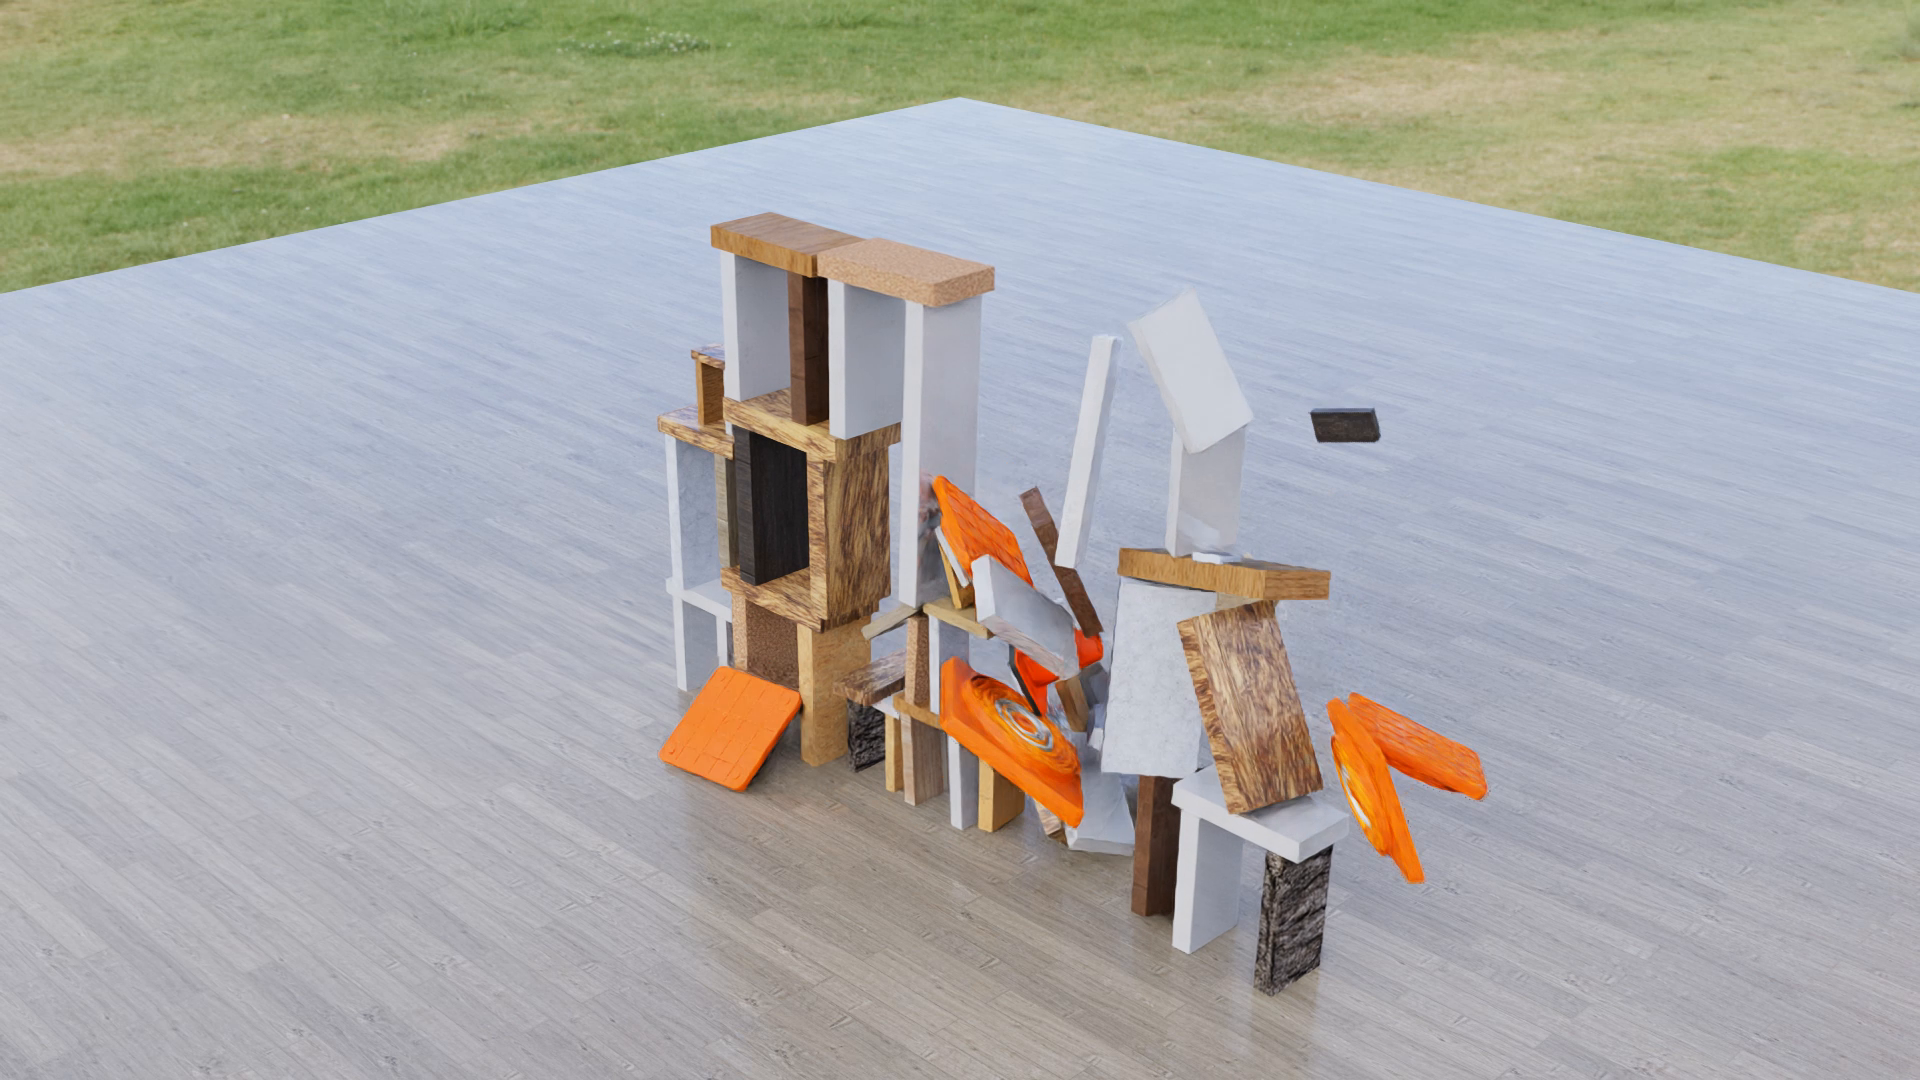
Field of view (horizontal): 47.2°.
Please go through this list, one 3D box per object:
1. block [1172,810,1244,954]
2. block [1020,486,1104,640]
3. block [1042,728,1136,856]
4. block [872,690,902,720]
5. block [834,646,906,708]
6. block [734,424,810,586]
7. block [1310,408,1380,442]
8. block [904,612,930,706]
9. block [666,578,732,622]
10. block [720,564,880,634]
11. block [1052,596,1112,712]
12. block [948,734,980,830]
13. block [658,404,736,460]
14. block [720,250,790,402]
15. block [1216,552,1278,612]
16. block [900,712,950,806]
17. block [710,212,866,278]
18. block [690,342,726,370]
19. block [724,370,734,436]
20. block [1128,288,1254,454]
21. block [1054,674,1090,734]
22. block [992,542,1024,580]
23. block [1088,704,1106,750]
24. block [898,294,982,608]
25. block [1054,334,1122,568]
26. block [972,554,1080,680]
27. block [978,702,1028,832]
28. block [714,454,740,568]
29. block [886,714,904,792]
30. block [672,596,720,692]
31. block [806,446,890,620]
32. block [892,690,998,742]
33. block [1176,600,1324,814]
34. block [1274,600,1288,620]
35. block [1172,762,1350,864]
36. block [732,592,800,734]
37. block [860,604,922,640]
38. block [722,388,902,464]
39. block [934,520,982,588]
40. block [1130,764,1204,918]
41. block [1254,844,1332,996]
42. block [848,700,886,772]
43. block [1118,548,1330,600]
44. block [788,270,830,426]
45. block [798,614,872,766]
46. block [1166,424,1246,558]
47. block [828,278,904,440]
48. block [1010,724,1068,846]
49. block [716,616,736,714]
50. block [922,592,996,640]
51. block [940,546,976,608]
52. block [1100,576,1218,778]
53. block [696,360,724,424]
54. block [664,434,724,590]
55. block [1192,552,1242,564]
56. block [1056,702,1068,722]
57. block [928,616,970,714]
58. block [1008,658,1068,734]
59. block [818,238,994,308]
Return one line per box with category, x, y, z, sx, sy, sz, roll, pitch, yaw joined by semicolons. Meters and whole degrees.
block;0.453;0.597;3.990;0.040;0.283;0.141;22;31;39
block;0.188;0.043;4.067;0.037;0.265;0.132;-25;31;2
block;0.253;0.492;4.309;0.134;0.038;0.267;10;43;-24
block;-0.153;0.317;4.534;0.087;0.025;0.175;-21;31;-41
block;-0.148;0.280;4.551;0.095;0.027;0.223;20;31;38
block;-0.382;-0.093;4.594;0.174;0.347;0.049;-21;31;-40
block;0.586;-0.175;3.342;0.101;0.050;0.014;2;32;36
block;-0.063;0.228;4.383;0.095;0.191;0.027;-21;35;-40
block;-0.533;0.117;4.857;0.114;0.032;0.229;-21;31;-41
block;-0.339;0.104;4.632;0.161;0.046;0.322;-21;31;-40
block;0.293;0.297;4.520;0.037;0.398;0.132;-38;8;-32
block;0.026;0.468;4.398;0.101;0.202;0.029;-21;29;-41
block;-0.516;-0.233;4.678;0.126;0.036;0.252;-21;31;-40
block;-0.406;-0.450;4.468;0.154;0.309;0.044;-21;31;-40
block;0.476;0.123;4.154;0.222;0.031;0.111;-27;68;-7
block;-0.070;0.430;4.487;0.101;0.203;0.029;-21;28;-41
block;-0.334;-0.584;4.333;0.154;0.044;0.309;-21;31;-40
block;-0.491;-0.381;4.598;0.070;0.020;0.139;-21;31;-40
block;-0.459;-0.295;4.599;0.070;0.139;0.020;-21;31;-40
block;0.388;-0.283;3.694;0.123;0.246;0.035;-31;12;-20
block;0.225;0.314;4.402;0.025;0.175;0.087;-9;39;14
block;0.092;0.072;4.277;0.063;0.127;0.018;19;-32;-29
block;0.320;0.382;4.307;0.134;0.038;0.267;19;6;1
block;-0.038;-0.176;4.192;0.045;0.614;0.157;23;32;38
block;0.226;-0.157;3.859;0.035;0.403;0.123;11;9;11
block;0.121;0.143;4.017;0.037;0.265;0.132;-28;48;26
block;0.086;0.453;4.387;0.033;0.233;0.117;15;24;32
block;-0.457;-0.078;4.681;0.126;0.252;0.036;-21;31;-40
block;-0.113;0.425;4.535;0.087;0.175;0.025;-21;31;-41
block;-0.587;0.217;4.958;0.032;0.229;0.114;21;31;41
block;-0.223;-0.028;4.440;0.174;0.347;0.049;-21;31;-40
block;-0.027;0.340;4.402;0.203;0.029;0.101;21;31;40
block;0.508;0.290;3.843;0.172;0.345;0.049;-12;-7;-27
block;0.503;0.145;4.221;0.222;0.111;0.031;-27;-5;-2
block;0.527;0.473;3.866;0.141;0.040;0.283;-20;30;-40
block;-0.413;0.243;4.775;0.161;0.322;0.046;-21;31;-41
block;-0.107;0.146;4.399;0.095;0.027;0.191;-21;-7;-41
block;-0.301;-0.243;4.440;0.174;0.049;0.347;-21;31;-40
block;0.007;0.025;4.212;0.063;0.127;0.018;-16;-18;-39
block;0.386;0.555;4.082;0.134;0.267;0.038;-6;14;-40
block;0.587;0.649;3.867;0.141;0.283;0.040;-21;32;-41
block;-0.195;0.393;4.610;0.087;0.175;0.025;-21;31;-41
block;0.464;0.058;3.889;0.172;0.049;0.345;1;6;-42
block;-0.262;-0.392;4.333;0.154;0.309;0.044;-21;31;-40
block;-0.262;0.302;4.636;0.161;0.322;0.046;-20;30;-40
block;0.426;-0.094;3.818;0.123;0.246;0.035;-12;34;-19
block;-0.180;-0.366;4.262;0.157;0.315;0.045;-21;32;-40
block;0.173;0.485;4.332;0.033;0.117;0.233;-29;60;16
block;-0.479;0.259;4.859;0.032;0.229;0.114;21;31;41
block;0.020;0.141;4.265;0.175;0.025;0.087;21;31;40
block;0.003;0.062;4.252;0.018;0.127;0.063;-1;19;45
block;0.358;0.250;3.979;0.172;0.362;0.049;5;18;1
block;-0.524;-0.321;4.660;0.070;0.140;0.020;-21;31;-40
block;-0.575;-0.075;4.810;0.126;0.359;0.036;-21;31;-41
block;0.447;0.031;3.821;0.050;0.014;0.101;8;4;29
block;0.258;0.390;4.522;0.139;0.020;0.070;42;2;-9
block;-0.021;0.234;4.346;0.025;0.210;0.087;20;30;40
block;0.175;0.356;4.443;0.033;0.233;0.117;-29;35;4
block;-0.103;-0.504;4.122;0.315;0.045;0.158;20;30;41
